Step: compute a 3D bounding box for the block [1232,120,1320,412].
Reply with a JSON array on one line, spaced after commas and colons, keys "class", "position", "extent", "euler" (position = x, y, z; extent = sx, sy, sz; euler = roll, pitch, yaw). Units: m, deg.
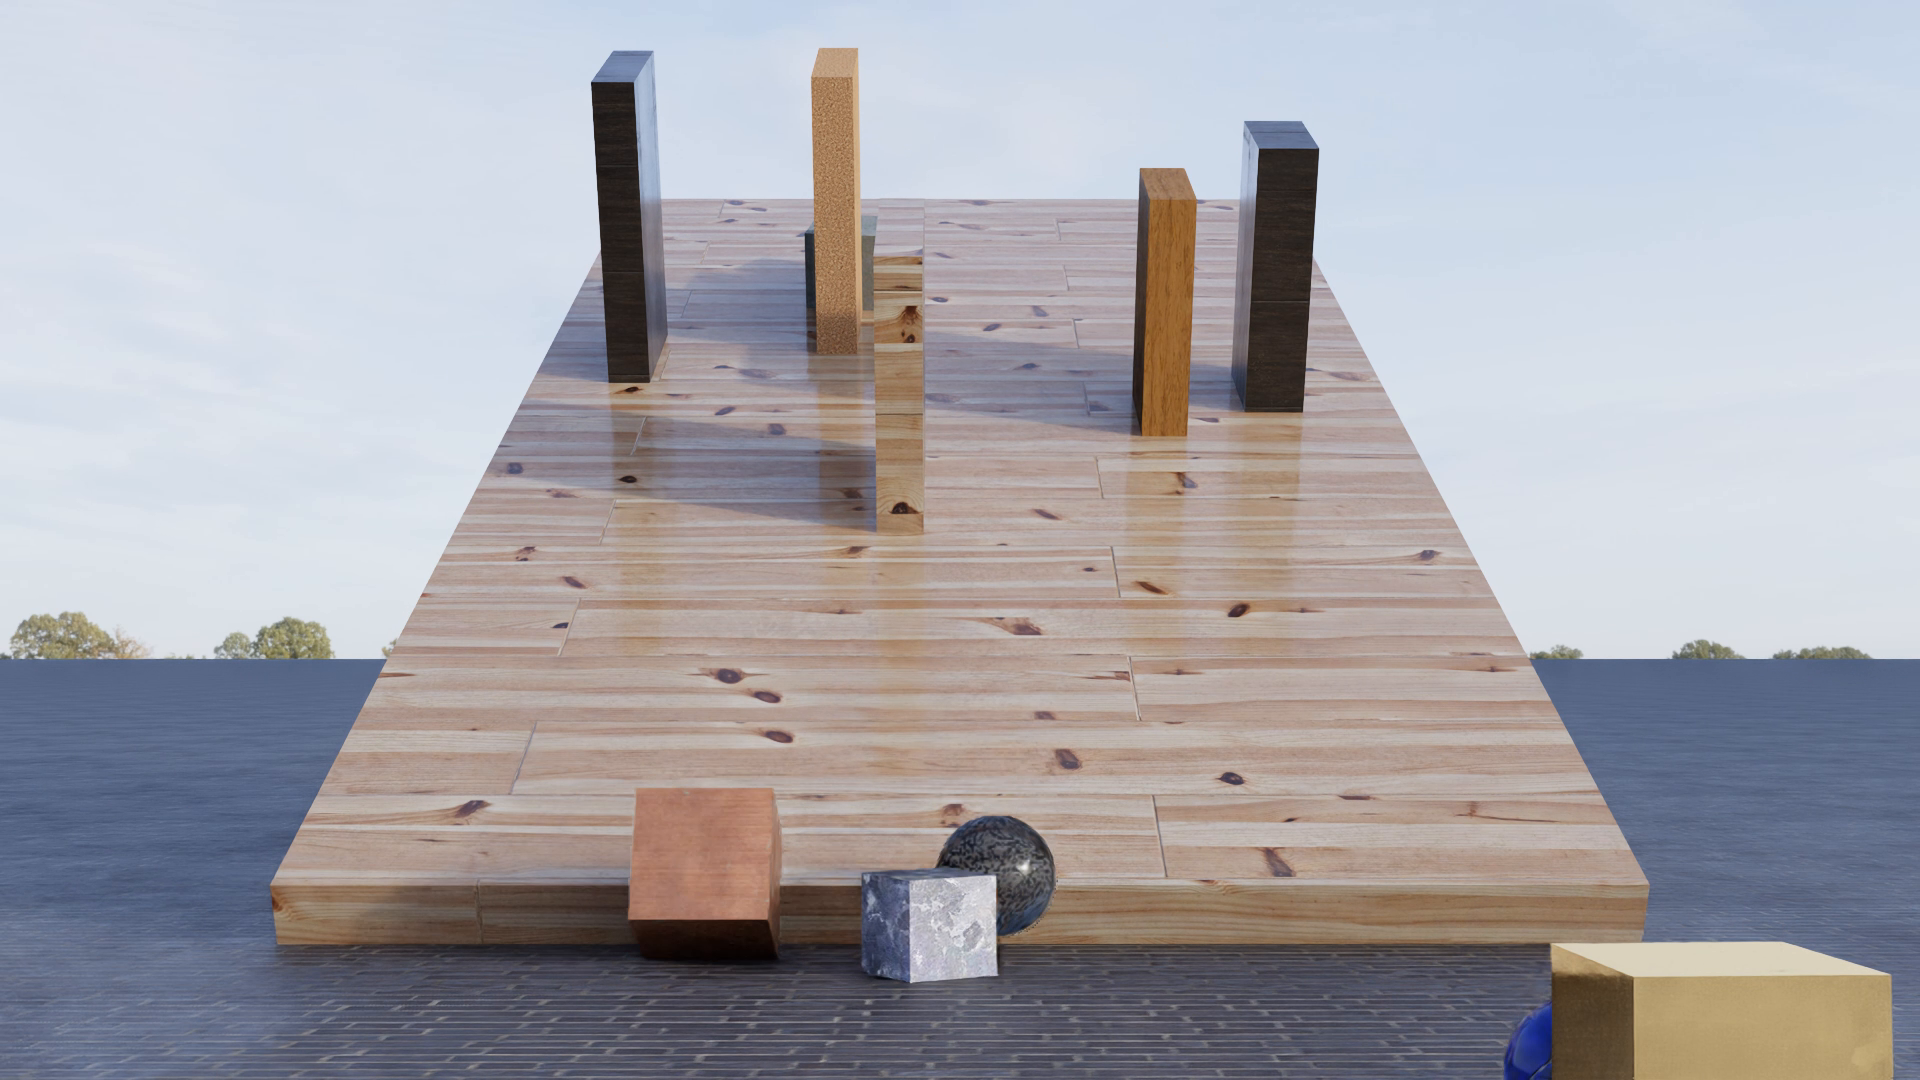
[{"class": "block", "position": [0.713, -0.623, 5.248], "extent": [0.132, 0.607, 0.275], "euler": [0, 23, 0]}]

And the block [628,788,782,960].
[{"class": "block", "position": [-0.347, 0.460, 3.173], "extent": [0.185, 0.185, 0.185], "euler": [0, -26, 0]}]

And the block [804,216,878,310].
[{"class": "block", "position": [-0.287, -0.726, 6.021], "extent": [0.199, 0.199, 0.199], "euler": [3, 23, 7]}]

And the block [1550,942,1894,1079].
[{"class": "block", "position": [0.579, 0.418, 1.771], "extent": [0.192, 0.192, 0.192], "euler": [0, -3, -3]}]

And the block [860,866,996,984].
[{"class": "block", "position": [-0.042, 0.511, 3.074], "extent": [0.132, 0.132, 0.132], "euler": [1, -3, -31]}]

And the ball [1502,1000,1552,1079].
[{"class": "ball", "position": [0.523, 0.448, 1.930], "extent": [0.134, 0.134, 0.134], "euler": [0, -3, 0]}]

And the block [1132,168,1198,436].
[{"class": "block", "position": [0.451, -0.530, 5.120], "extent": [0.101, 0.533, 0.284], "euler": [0, 23, 0]}]

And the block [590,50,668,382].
[{"class": "block", "position": [-0.777, -0.768, 5.457], "extent": [0.097, 0.708, 0.374], "euler": [0, 23, 0]}]

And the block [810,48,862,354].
[{"class": "block", "position": [-0.300, -0.836, 5.665], "extent": [0.097, 0.675, 0.365], "euler": [0, 23, 0]}]

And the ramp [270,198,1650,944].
[{"class": "ramp", "position": [-0.007, -0.224, 5.207], "extent": [2.000, 0.100, 4.000], "euler": [0, 23, 0]}]

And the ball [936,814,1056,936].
[{"class": "ball", "position": [0.050, 0.467, 3.215], "extent": [0.168, 0.168, 0.168], "euler": [0, -3, 0]}]

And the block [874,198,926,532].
[{"class": "block", "position": [-0.119, -0.361, 4.671], "extent": [0.093, 0.565, 0.444], "euler": [0, 23, 0]}]
